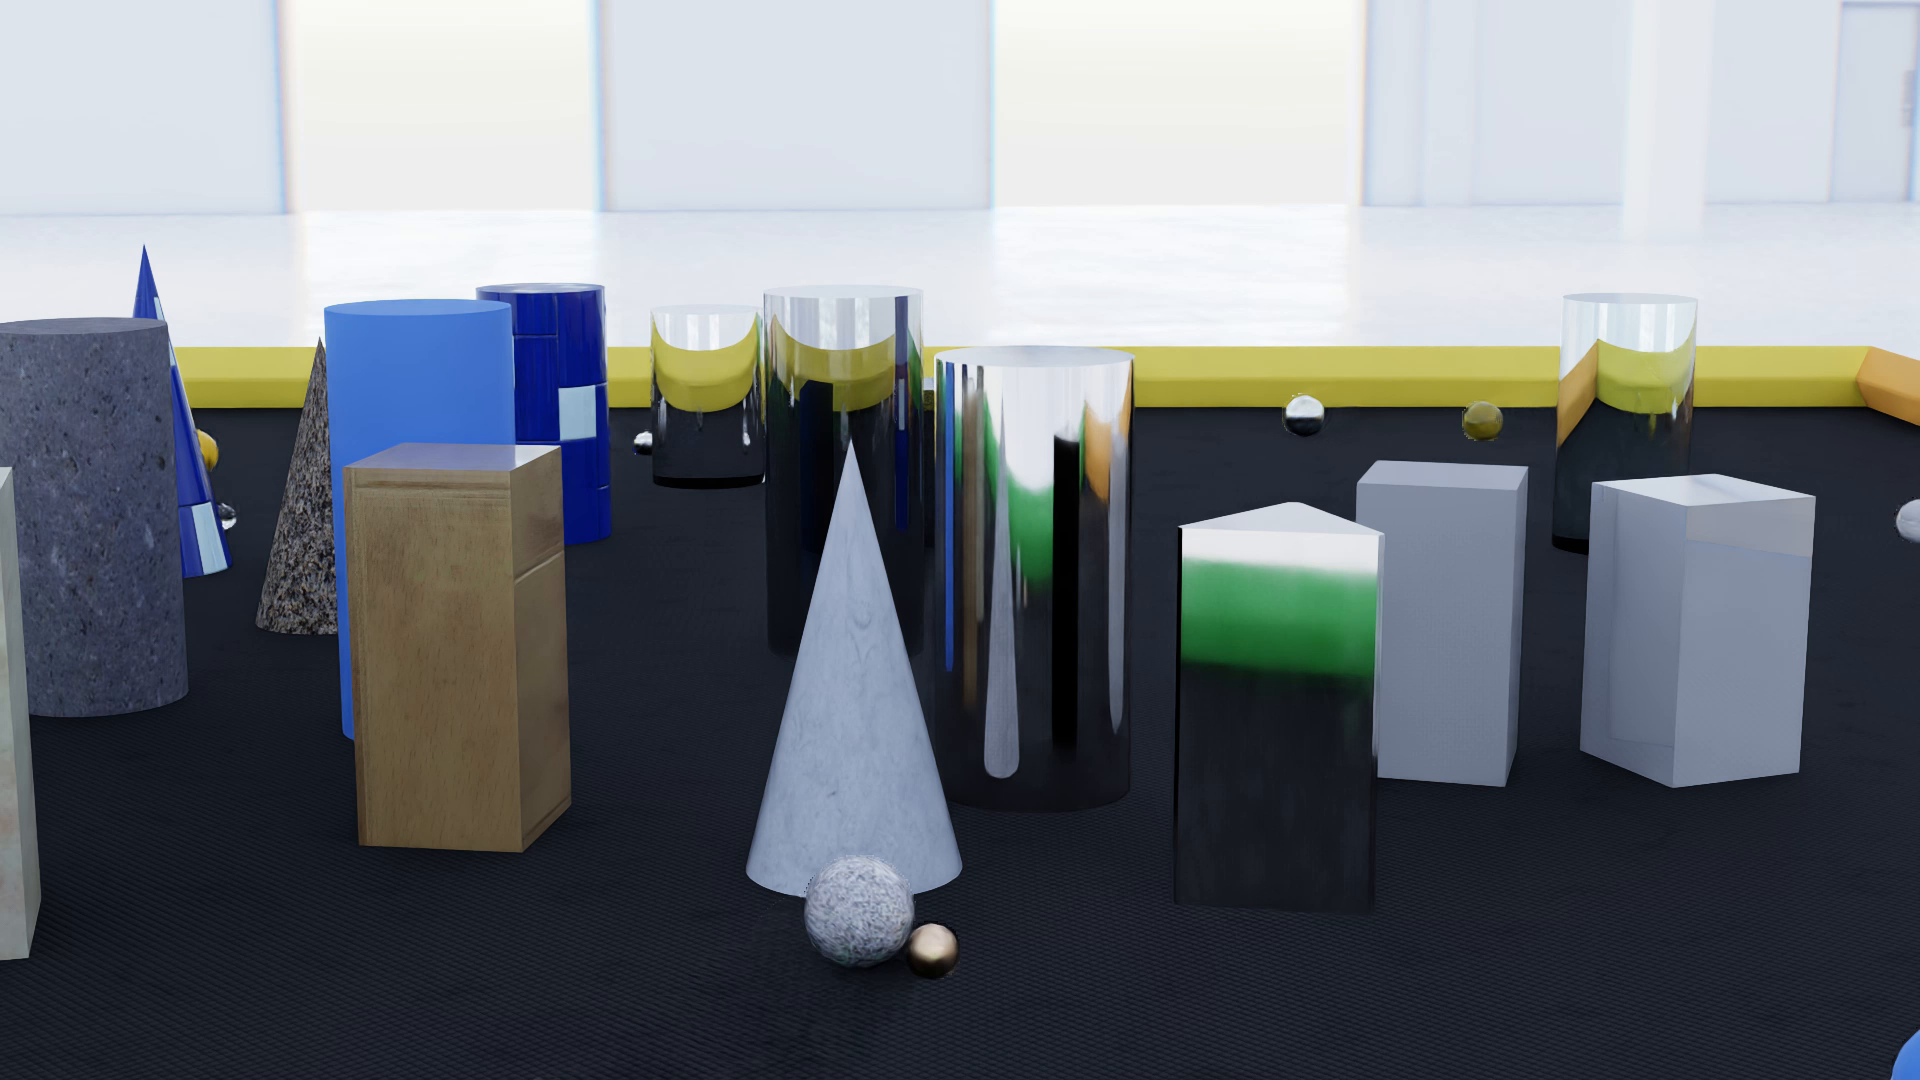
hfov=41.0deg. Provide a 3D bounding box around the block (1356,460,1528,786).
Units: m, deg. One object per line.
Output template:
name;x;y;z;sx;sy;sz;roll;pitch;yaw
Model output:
block;0.503;0.083;2.695;0.160;0.308;0.160;3;11;16

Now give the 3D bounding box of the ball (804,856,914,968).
ball;-0.082;0.304;2.097;0.090;0.090;0.090;0;10;0

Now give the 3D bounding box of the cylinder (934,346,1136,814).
cylinder;0.074;0.034;2.590;0.200;0.442;0.200;0;10;0

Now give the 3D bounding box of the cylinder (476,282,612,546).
cylinder;-0.649;-0.200;4.004;0.200;0.388;0.200;0;10;0

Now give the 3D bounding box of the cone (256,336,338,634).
cone;-0.838;-0.082;3.393;0.200;0.380;0.200;0;10;0

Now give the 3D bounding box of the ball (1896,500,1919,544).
ball;1.481;-0.028;3.960;0.068;0.068;0.068;0;10;0

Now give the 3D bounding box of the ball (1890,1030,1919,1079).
ball;0.676;0.370;1.718;0.100;0.100;0.100;0;10;0

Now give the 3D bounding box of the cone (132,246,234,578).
cone;-1.174;-0.195;3.734;0.200;0.477;0.200;0;10;0

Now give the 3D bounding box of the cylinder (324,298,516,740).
cylinder;-0.589;-0.023;2.829;0.200;0.468;0.200;0;10;0

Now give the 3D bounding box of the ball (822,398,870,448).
ball;-0.222;-0.226;4.959;0.093;0.093;0.093;0;10;0

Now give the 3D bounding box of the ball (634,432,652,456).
ball;-0.593;-0.181;4.846;0.046;0.046;0.046;0;10;0

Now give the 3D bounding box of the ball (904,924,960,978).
ball;-0.022;0.332;2.073;0.044;0.044;0.044;0;10;0

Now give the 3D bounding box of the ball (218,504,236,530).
ball;-1.171;-0.037;4.080;0.040;0.040;0.040;0;10;0

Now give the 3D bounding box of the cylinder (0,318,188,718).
cylinder;-1.007;-0.031;2.965;0.200;0.434;0.200;0;10;0

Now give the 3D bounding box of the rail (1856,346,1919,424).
rail;1.956;0.031;3.460;0.045;0.130;4.249;0;10;0

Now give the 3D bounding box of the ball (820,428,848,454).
ball;-0.240;-0.188;4.869;0.052;0.052;0.052;0;10;0

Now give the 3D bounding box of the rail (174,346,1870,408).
rail;-0.012;-0.348;5.514;3.958;0.130;0.045;0;10;0

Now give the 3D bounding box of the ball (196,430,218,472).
ball;-1.372;-0.155;4.591;0.087;0.087;0.087;0;10;0

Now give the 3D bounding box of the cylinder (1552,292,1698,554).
cylinder;1.012;-0.178;3.909;0.200;0.380;0.200;0;10;0

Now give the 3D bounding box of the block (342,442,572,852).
block;-0.478;0.099;2.462;0.160;0.362;0.160;1;11;8

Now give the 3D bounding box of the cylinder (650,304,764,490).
cylinder;-0.446;-0.256;4.539;0.200;0.305;0.200;0;10;0

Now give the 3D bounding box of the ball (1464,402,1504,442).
ball;1.028;-0.232;5.037;0.077;0.077;0.077;0;10;0

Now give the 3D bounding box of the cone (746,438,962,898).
cone;-0.098;0.105;2.330;0.200;0.399;0.200;0;10;0

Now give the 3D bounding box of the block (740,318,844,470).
block;-0.309;-0.273;4.756;0.160;0.259;0.160;2;11;10

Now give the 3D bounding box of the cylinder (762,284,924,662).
cylinder;-0.144;-0.086;3.213;0.200;0.452;0.200;0;10;0

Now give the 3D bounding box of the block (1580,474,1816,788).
block;0.772;0.091;2.697;0.160;0.292;0.160;-4;11;-21

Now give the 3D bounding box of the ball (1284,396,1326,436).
ball;0.685;-0.246;5.099;0.081;0.081;0.081;0;10;0

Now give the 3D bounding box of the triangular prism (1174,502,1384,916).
triangular prism;0.288;0.144;2.287;0.173;0.336;0.150;2;11;12

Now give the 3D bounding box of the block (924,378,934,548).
block;-0.031;-0.123;3.991;0.160;0.243;0.160;-1;11;-8

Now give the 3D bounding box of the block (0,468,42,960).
block;-0.869;0.145;2.141;0.160;0.387;0.160;-3;11;-15
